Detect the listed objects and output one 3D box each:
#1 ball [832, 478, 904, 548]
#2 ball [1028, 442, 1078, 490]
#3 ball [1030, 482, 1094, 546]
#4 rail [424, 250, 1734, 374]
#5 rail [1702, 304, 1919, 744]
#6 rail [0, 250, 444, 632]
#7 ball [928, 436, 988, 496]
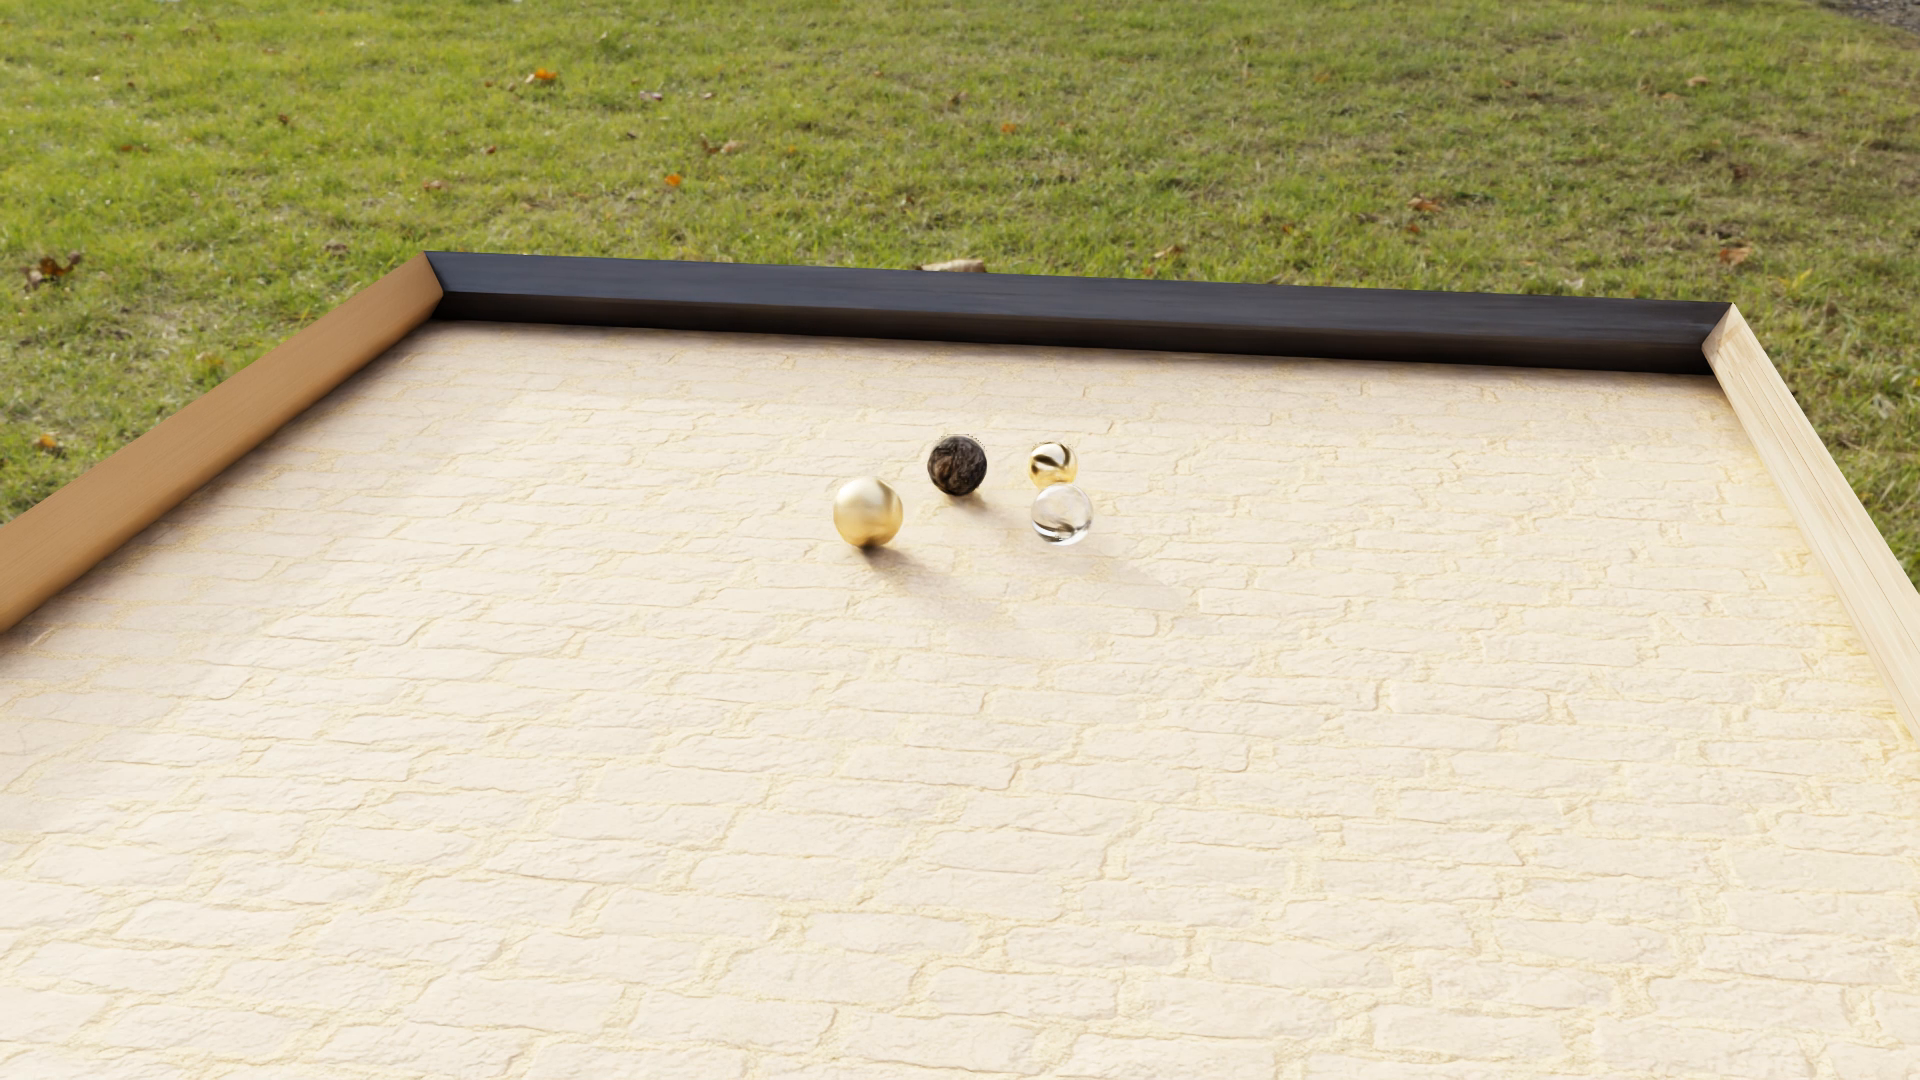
[{"bbox_3d":[-0.106,-0.031,2.532,0.082,0.082,0.082,0,22,0],"label":"ball"},{"bbox_3d":[0.114,-0.089,2.704,0.063,0.063,0.063,0,22,0],"label":"ball"},{"bbox_3d":[0.118,-0.029,2.541,0.073,0.073,0.073,0,22,0],"label":"ball"},{"bbox_3d":[0.131,-0.333,3.250,1.948,0.107,0.045,3,22,8],"label":"rail"},{"bbox_3d":[0.805,0.362,1.516,0.045,0.107,3.536,3,22,8],"label":"rail"},{"bbox_3d":[-1.074,0.255,1.784,0.045,0.107,3.536,3,22,8],"label":"rail"},{"bbox_3d":[-0.003,-0.091,2.694,0.073,0.073,0.073,0,22,0],"label":"ball"}]
